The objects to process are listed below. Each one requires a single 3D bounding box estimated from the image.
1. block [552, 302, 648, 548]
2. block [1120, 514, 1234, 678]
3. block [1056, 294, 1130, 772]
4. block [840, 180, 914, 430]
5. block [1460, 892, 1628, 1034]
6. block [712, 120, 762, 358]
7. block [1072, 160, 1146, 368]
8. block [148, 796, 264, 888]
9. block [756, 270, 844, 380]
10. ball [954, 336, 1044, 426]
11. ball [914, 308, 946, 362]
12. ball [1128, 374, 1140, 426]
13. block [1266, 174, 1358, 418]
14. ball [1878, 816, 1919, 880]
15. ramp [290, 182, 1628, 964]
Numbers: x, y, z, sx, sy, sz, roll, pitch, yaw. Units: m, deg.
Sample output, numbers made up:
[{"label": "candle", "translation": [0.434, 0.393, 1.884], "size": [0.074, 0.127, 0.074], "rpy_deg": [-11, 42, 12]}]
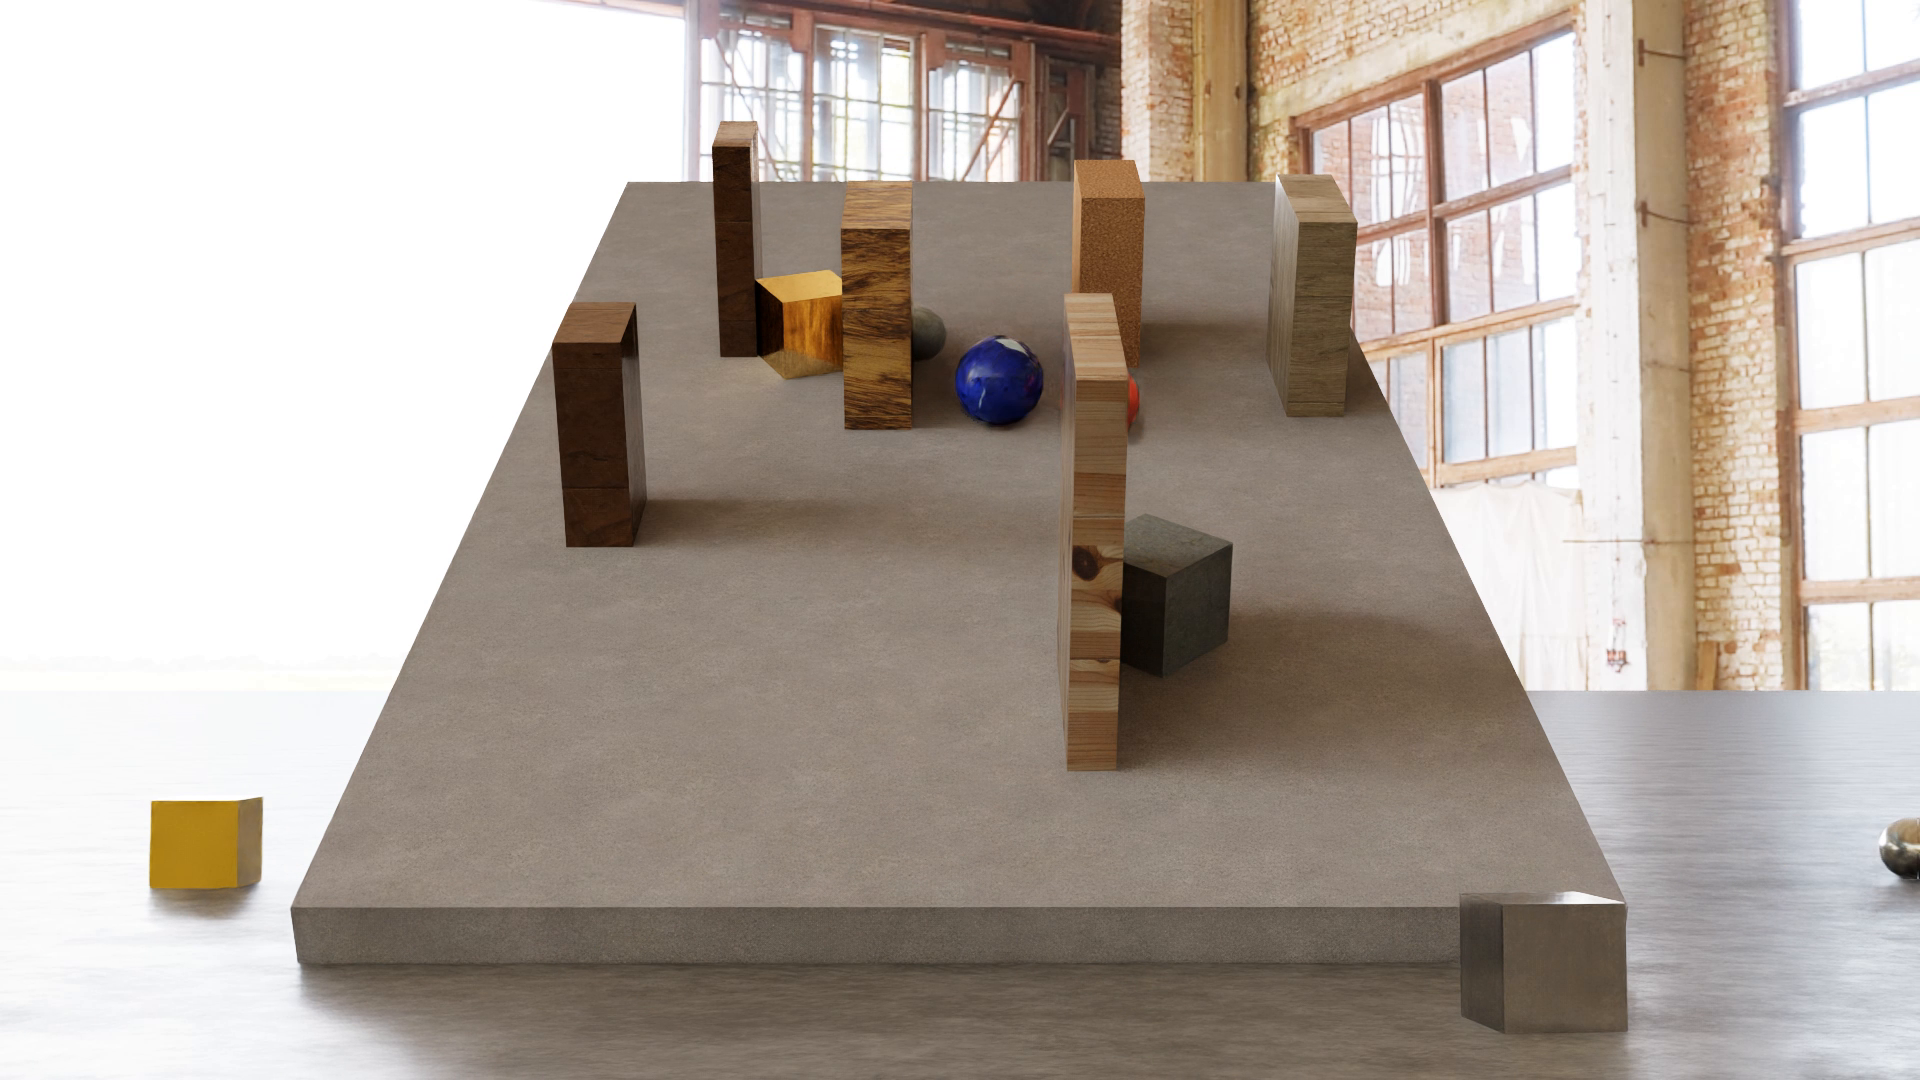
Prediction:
[{"label": "block", "translation": [-0.721, -0.233, 4.684], "size": [0.133, 0.432, 0.244], "rpy_deg": [0, 24, 0]}, {"label": "block", "translation": [0.353, 0.098, 4.240], "size": [0.199, 0.199, 0.199], "rpy_deg": [20, 31, 37]}, {"label": "block", "translation": [0.217, -0.018, 3.902], "size": [0.081, 0.688, 0.422], "rpy_deg": [0, 24, 0]}, {"label": "block", "translation": [-0.185, -0.542, 5.328], "size": [0.150, 0.468, 0.390], "rpy_deg": [0, 24, 0]}, {"label": "block", "translation": [0.723, 0.523, 2.899], "size": [0.155, 0.155, 0.155], "rpy_deg": [0, -4, -7]}, {"label": "block", "translation": [-0.539, -0.735, 5.686], "size": [0.090, 0.523, 0.245], "rpy_deg": [0, 24, 0]}, {"label": "block", "translation": [0.357, -0.677, 5.686], "size": [0.149, 0.422, 0.340], "rpy_deg": [0, 24, 0]}, {"label": "block", "translation": [-1.586, 0.634, 4.910], "size": [0.181, 0.181, 0.181], "rpy_deg": [0, -4, 0]}, {"label": "block", "translation": [-0.367, -0.520, 5.615], "size": [0.192, 0.192, 0.192], "rpy_deg": [-10, 26, -22]}, {"label": "ball", "translation": [0.088, -0.359, 5.248], "size": [0.201, 0.201, 0.201], "rpy_deg": [0, -4, 0]}, {"label": "ball", "translation": [-0.098, -0.496, 5.634], "size": [0.133, 0.133, 0.133], "rpy_deg": [0, -4, 0]}, {"label": "ball", "translation": [0.314, -0.311, 5.182], "size": [0.169, 0.169, 0.169], "rpy_deg": [0, -4, 0]}, {"label": "block", "translation": [0.811, -0.572, 5.409], "size": [0.129, 0.460, 0.394], "rpy_deg": [0, 24, 0]}, {"label": "ball", "translation": [2.056, 0.666, 5.031], "size": [0.135, 0.135, 0.135], "rpy_deg": [0, -4, 0]}, {"label": "ramp", "translation": [-0.008, -0.229, 5.325], "size": [2.000, 0.100, 4.000], "rpy_deg": [0, 24, 0]}]
